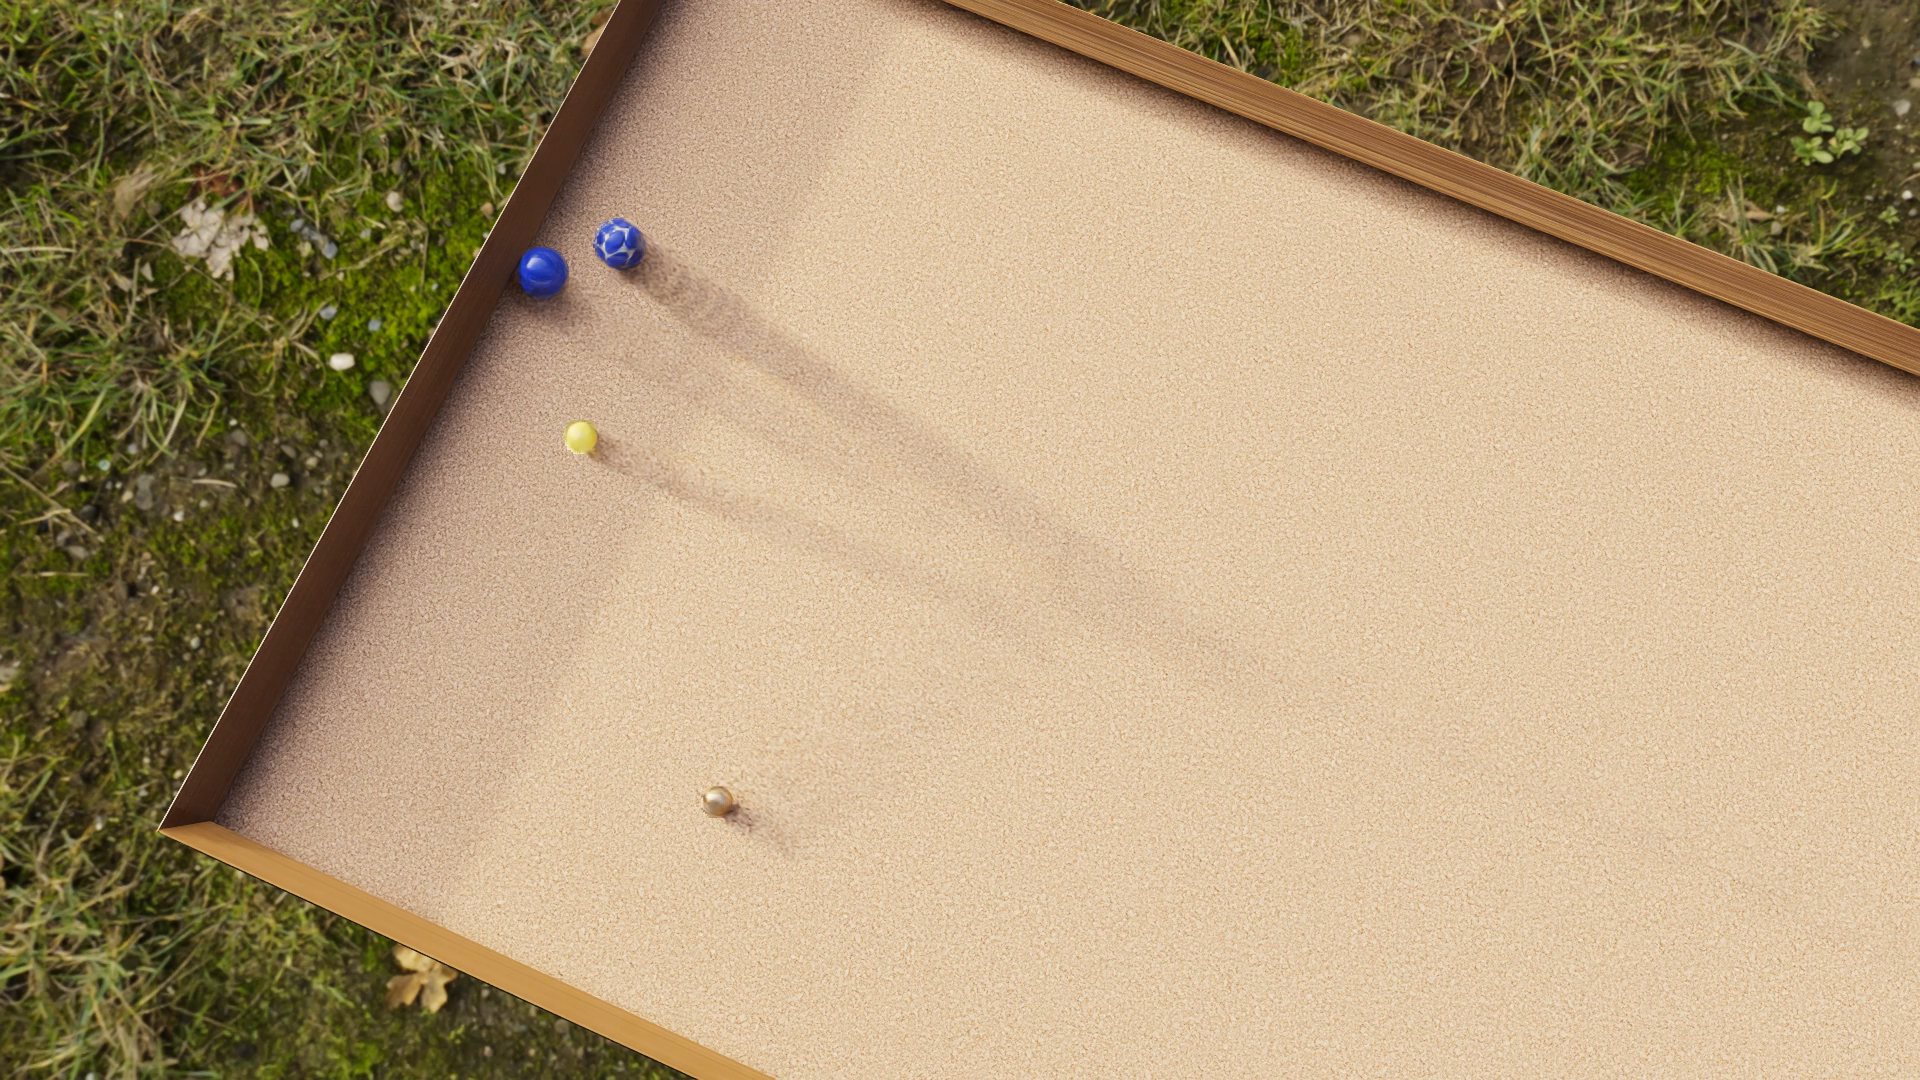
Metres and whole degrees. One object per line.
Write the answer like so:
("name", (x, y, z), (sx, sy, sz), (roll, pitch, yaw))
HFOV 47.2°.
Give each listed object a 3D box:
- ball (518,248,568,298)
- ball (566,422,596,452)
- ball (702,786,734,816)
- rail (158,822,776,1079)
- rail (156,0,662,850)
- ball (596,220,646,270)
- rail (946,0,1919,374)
("ball", (-0.672, -0.429, 3.538), (0.079, 0.079, 0.079), (0, 72, 0))
("ball", (-0.597, -0.162, 3.467), (0.048, 0.048, 0.048), (0, 72, 0))
("ball", (-0.362, 0.390, 3.287), (0.046, 0.046, 0.046), (0, 72, 0))
("rail", (0.454, 1.090, 3.028), (3.520, 0.103, 0.045), (23, 73, 7))
("rail", (-0.784, -0.335, 3.494), (0.045, 0.103, 1.797), (23, 73, 7))
("ball", (-0.548, -0.476, 3.553), (0.079, 0.079, 0.079), (0, 72, 0))
("rail", (1.157, -0.432, 3.526), (3.520, 0.103, 0.045), (23, 73, 7))
